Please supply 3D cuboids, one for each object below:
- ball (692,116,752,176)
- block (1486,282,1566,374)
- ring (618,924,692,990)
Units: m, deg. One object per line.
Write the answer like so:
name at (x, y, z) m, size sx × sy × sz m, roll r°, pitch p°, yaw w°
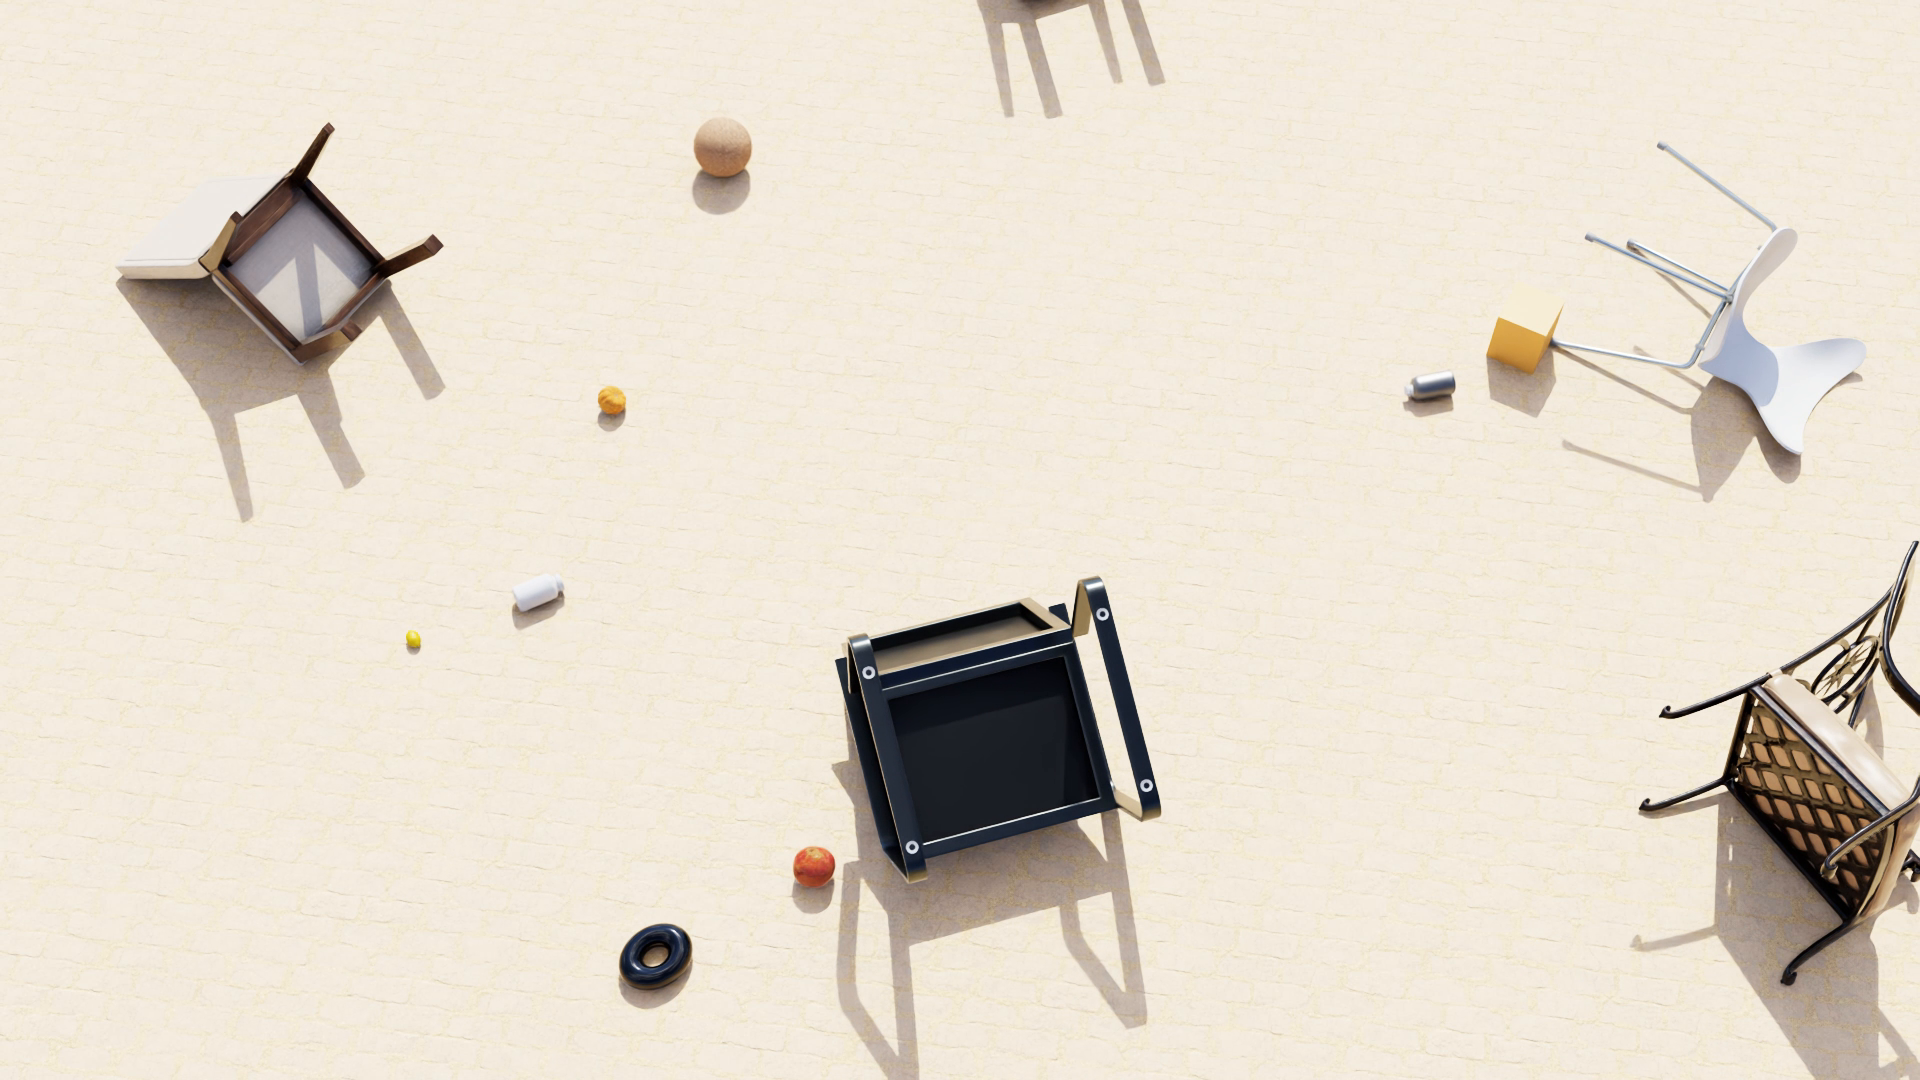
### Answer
ball at (-0.792, -1.312, 7.336) m, size 0.197 × 0.197 × 0.197 m, roll 0°, pitch 56°, yaw 0°
block at (1.775, -0.665, 6.904) m, size 0.157 × 0.192 × 0.165 m, roll 25°, pitch 60°, yaw 16°
ring at (-0.802, 1.098, 5.799) m, size 0.208 × 0.064 × 0.173 m, roll -34°, pitch 62°, yaw -22°
